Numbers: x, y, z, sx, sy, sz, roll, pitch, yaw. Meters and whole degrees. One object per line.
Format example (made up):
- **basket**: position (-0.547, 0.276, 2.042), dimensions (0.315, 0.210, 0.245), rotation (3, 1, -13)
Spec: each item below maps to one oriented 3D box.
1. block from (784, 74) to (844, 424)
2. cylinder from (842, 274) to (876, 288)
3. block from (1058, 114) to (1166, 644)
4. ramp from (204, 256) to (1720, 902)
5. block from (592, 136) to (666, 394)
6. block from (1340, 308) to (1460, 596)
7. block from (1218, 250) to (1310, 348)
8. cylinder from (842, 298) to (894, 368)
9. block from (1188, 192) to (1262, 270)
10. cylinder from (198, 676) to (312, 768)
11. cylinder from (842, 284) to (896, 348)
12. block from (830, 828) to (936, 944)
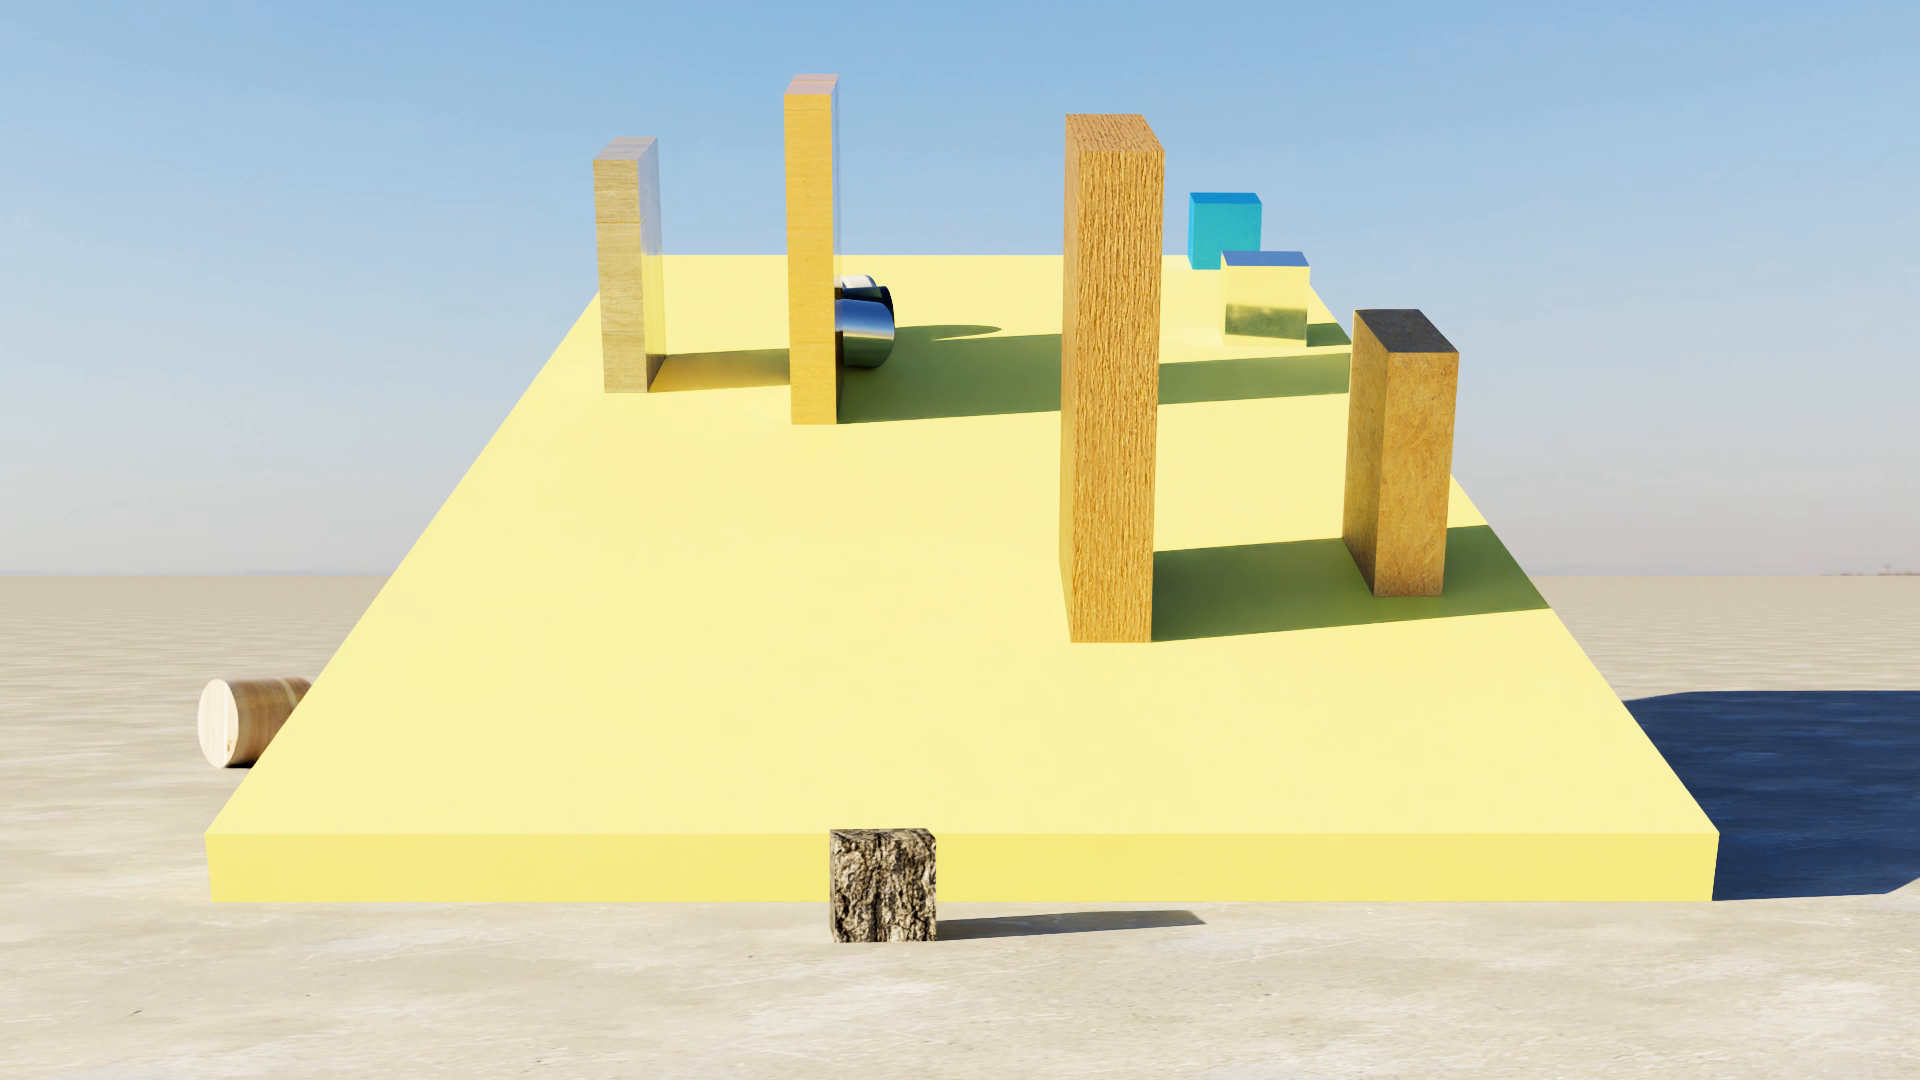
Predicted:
- **block**: position (-0.321, -0.650, 4.971), dimensions (0.098, 0.715, 0.371), rotation (0, 18, 0)
- **cylinder**: position (-0.302, -0.589, 5.685), dimensions (0.156, 0.156, 0.156), rotation (-9, 3, -26)
- **block**: position (0.244, -0.277, 3.710), dimensions (0.130, 0.794, 0.429), rotation (0, 18, 0)
- **ramp**: position (-0.004, -0.188, 4.872), dimensions (2.000, 0.100, 4.000), rotation (0, 18, 0)
- **block**: position (-0.771, -0.651, 5.258), dimensions (0.099, 0.537, 0.366), rotation (0, 18, 0)
- **block**: position (0.768, -0.159, 3.938), dimensions (0.117, 0.429, 0.340), rotation (0, 18, 0)
- **block**: position (0.770, -0.613, 5.683), dimensions (0.205, 0.205, 0.205), rotation (1, 18, 2)
- **cylinder**: position (-0.269, -0.493, 5.335), dimensions (0.160, 0.160, 0.160), rotation (1, -1, -39)
- **block**: position (0.780, -0.912, 6.610), dimensions (0.195, 0.195, 0.195), rotation (1, 18, 1)
- **cylinder**: position (-1.589, 0.411, 5.077), dimensions (0.197, 0.197, 0.197), rotation (1, -1, -44)
- **cylinder**: position (-0.261, -0.541, 5.525), dimensions (0.164, 0.164, 0.164), rotation (-8, 2, -17)
- **block**: position (-0.095, 0.419, 2.724), dimensions (0.121, 0.121, 0.121), rotation (0, -1, -6)
